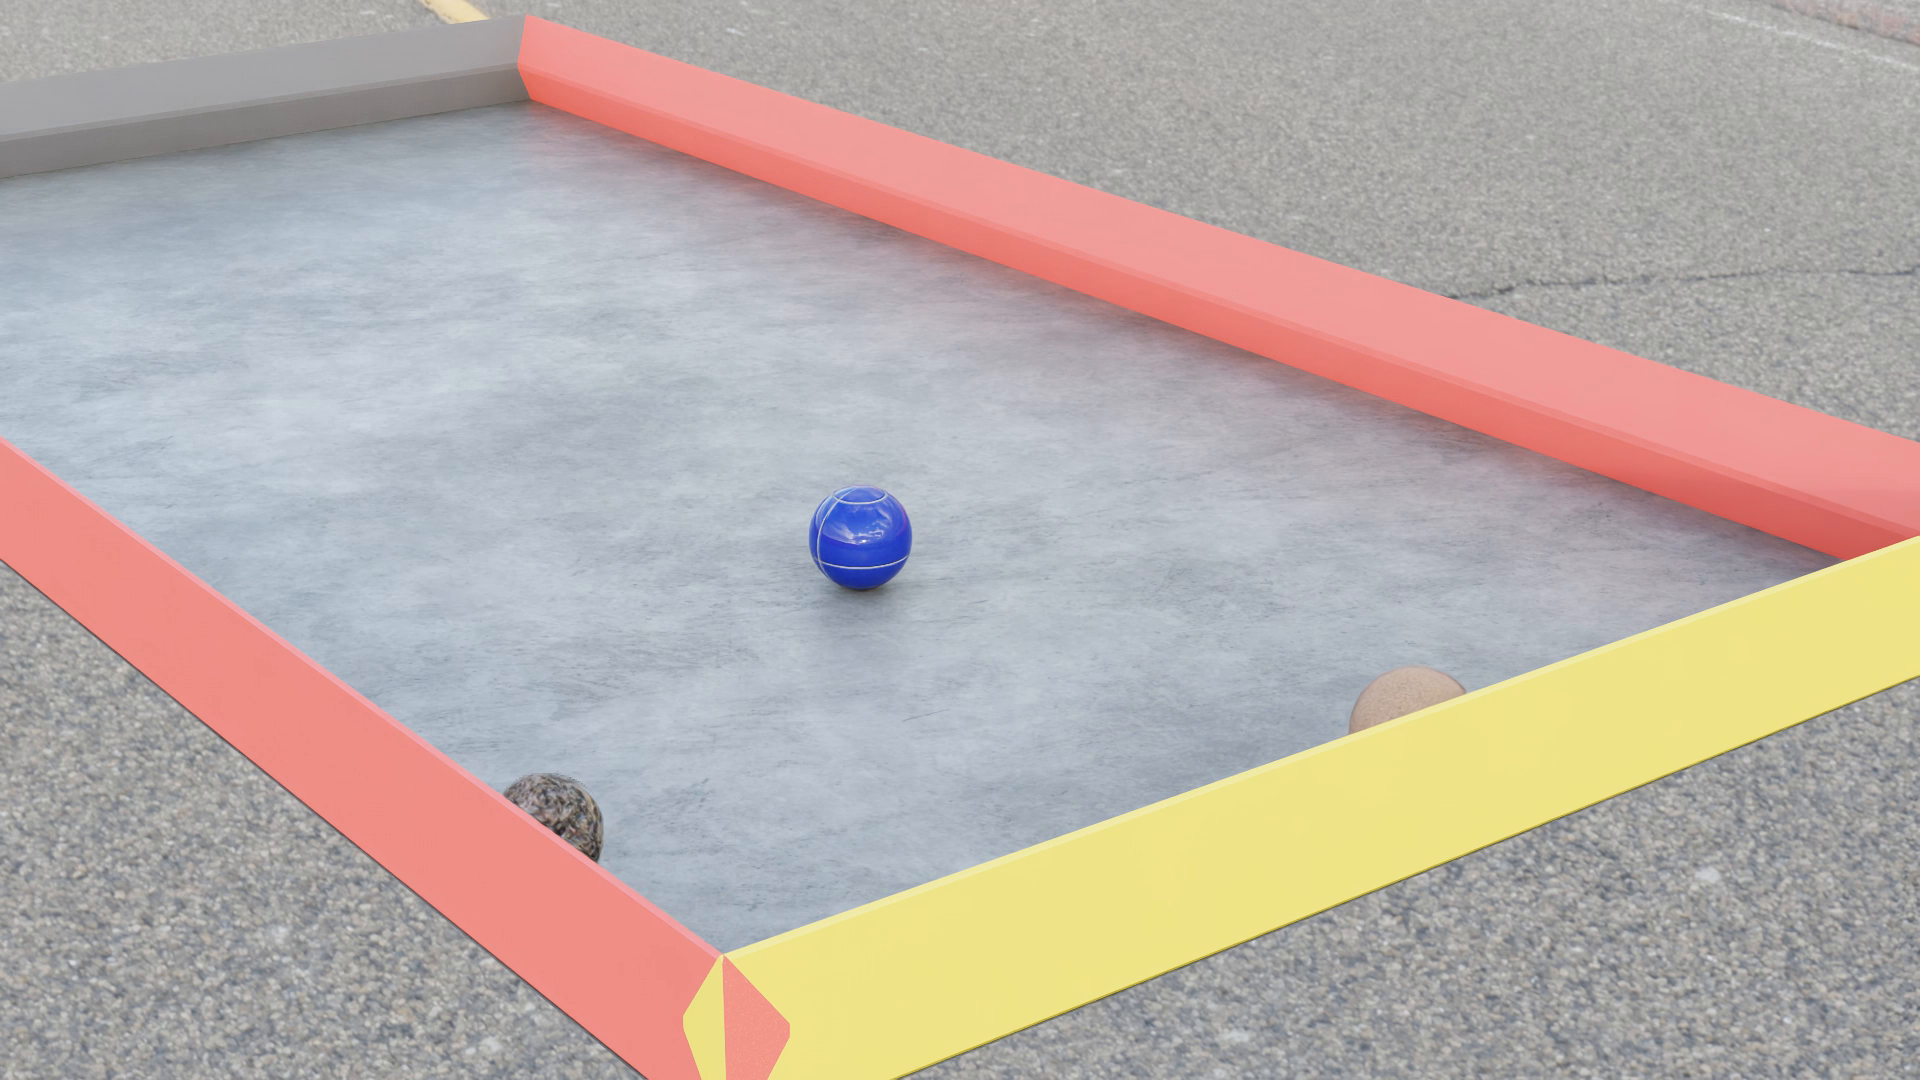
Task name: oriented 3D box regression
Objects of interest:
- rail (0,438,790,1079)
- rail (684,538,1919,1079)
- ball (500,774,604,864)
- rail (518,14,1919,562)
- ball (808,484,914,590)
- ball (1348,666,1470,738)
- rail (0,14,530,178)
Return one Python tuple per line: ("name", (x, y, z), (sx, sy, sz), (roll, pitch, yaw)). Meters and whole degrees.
("rail", (-0.902, -0.073, 2.705), (0.045, 0.126, 2.594), (-15, 26, -34))
("rail", (0.377, 0.152, 2.117), (1.327, 0.126, 0.045), (-15, 26, -34))
("ball", (-0.288, 0.204, 2.047), (0.081, 0.081, 0.081), (0, 21, 0))
("rail", (0.119, -0.349, 3.426), (0.045, 0.126, 2.594), (-15, 26, -34))
("ball", (-0.087, -0.003, 2.571), (0.092, 0.092, 0.092), (0, 21, 0))
("ball", (0.338, 0.142, 2.186), (0.097, 0.097, 0.097), (0, 21, 0))
("rail", (-1.160, -0.574, 4.014), (1.327, 0.126, 0.045), (-15, 26, -34))
